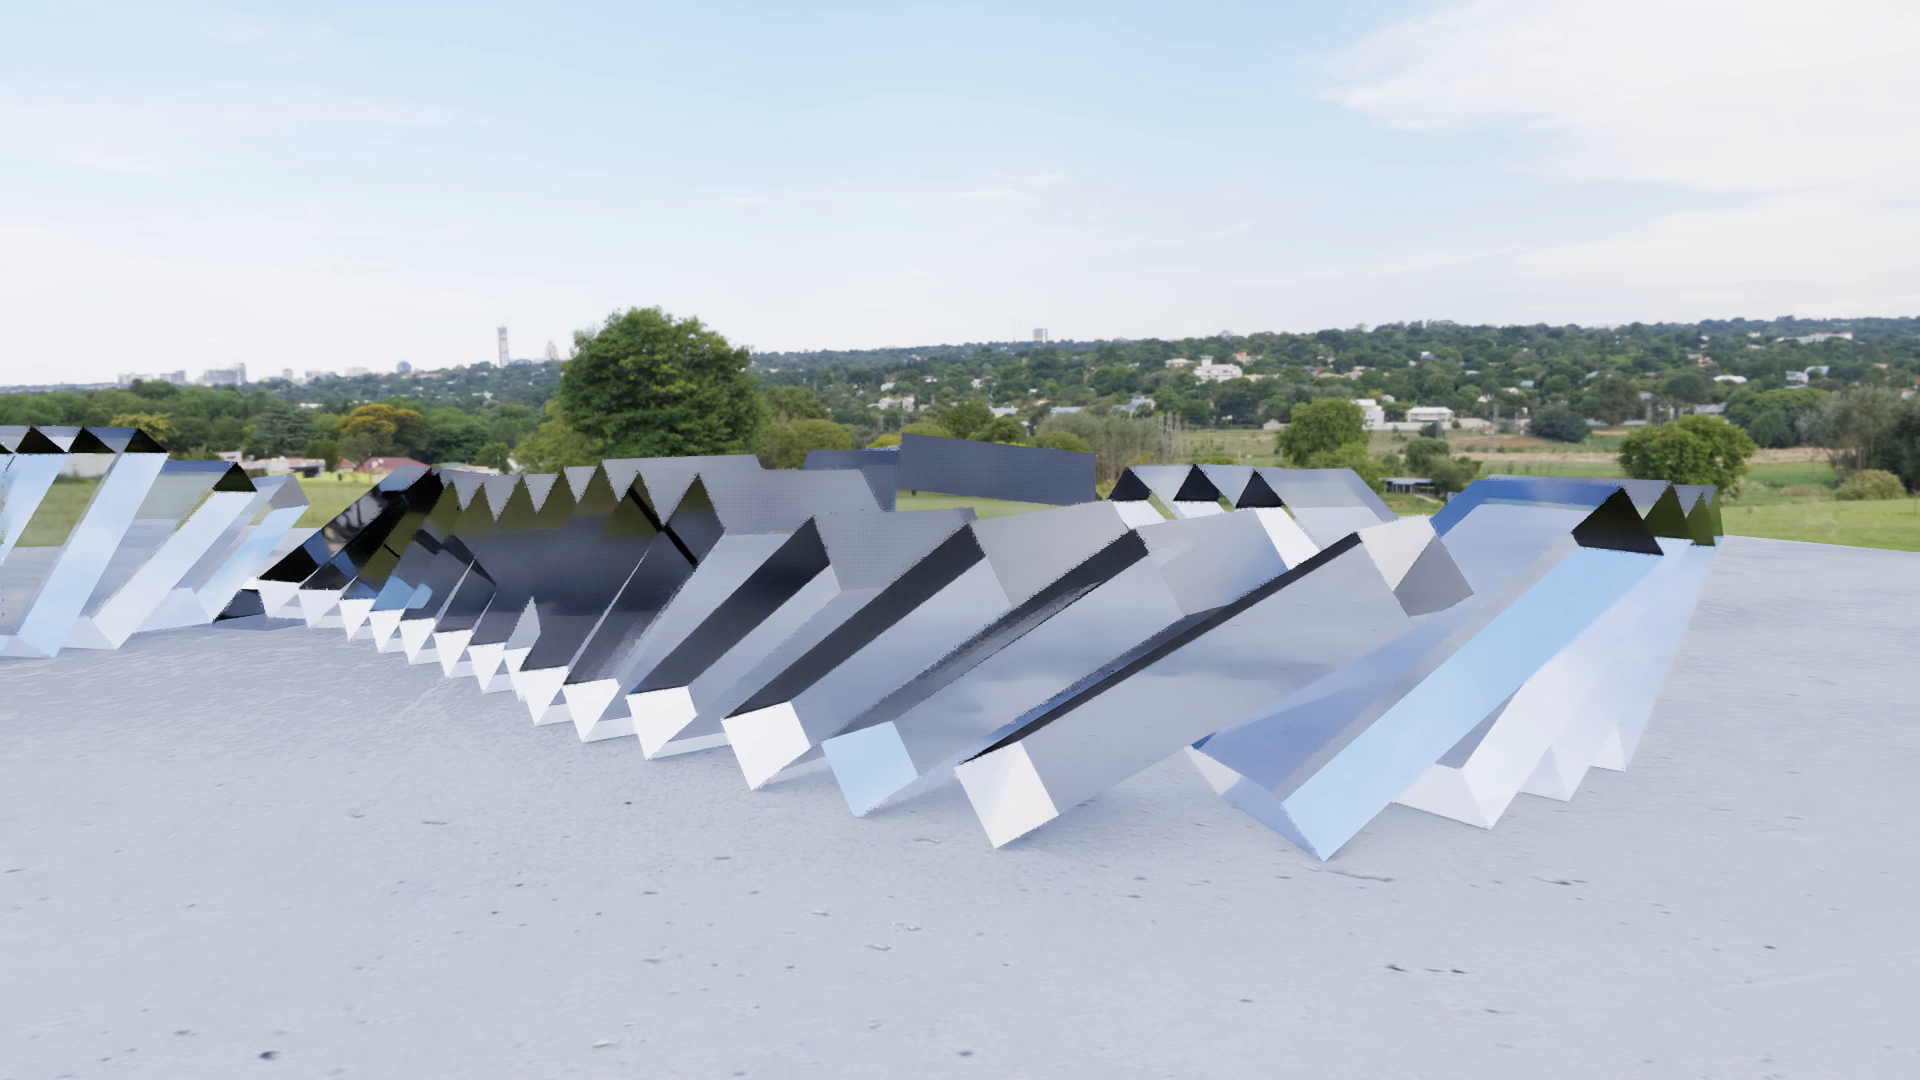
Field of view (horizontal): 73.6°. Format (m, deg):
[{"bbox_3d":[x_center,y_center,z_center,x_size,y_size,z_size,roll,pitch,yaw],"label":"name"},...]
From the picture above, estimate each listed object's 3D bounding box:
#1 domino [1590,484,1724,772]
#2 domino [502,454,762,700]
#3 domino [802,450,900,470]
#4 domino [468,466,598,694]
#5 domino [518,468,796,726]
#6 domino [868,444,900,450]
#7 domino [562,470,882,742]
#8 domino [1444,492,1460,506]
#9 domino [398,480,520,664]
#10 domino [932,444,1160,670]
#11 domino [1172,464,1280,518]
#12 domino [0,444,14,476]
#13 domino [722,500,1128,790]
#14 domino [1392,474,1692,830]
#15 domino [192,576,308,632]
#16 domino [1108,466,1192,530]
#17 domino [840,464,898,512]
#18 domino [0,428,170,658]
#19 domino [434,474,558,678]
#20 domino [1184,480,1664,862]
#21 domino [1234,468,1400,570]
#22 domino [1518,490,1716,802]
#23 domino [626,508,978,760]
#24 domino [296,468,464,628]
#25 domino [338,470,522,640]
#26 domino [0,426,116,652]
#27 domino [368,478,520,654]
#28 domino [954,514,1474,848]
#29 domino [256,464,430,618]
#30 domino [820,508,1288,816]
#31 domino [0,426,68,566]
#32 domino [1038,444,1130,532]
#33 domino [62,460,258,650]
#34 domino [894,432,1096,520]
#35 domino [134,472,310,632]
[{"bbox_3d":[0.090,0.010,0.187,0.025,0.010,0.050,5,41,44],"label":"domino"},{"bbox_3d":[-0.051,0.006,0.200,0.025,0.010,0.050,-6,-32,-41],"label":"domino"},{"bbox_3d":[-0.008,0.005,0.219,0.025,0.010,0.050,2,-39,20],"label":"domino"},{"bbox_3d":[-0.061,0.007,0.214,0.025,0.010,0.050,-4,-33,-43],"label":"domino"},{"bbox_3d":[-0.044,0.009,0.189,0.025,0.010,0.050,-4,-33,-43],"label":"domino"},{"bbox_3d":[-0.003,0.003,0.240,0.050,0.010,0.025,45,-23,-25],"label":"domino"},{"bbox_3d":[-0.034,0.010,0.178,0.025,0.010,0.050,-4,-33,-43],"label":"domino"},{"bbox_3d":[0.094,0.010,0.214,0.025,0.010,0.050,7,33,15],"label":"domino"},{"bbox_3d":[-0.085,0.006,0.241,0.025,0.010,0.050,-4,-28,-43],"label":"domino"},{"bbox_3d":[0.016,0.002,0.251,0.009,0.050,0.025,-44,6,0],"label":"domino"},{"bbox_3d":[0.066,0.005,0.248,0.025,0.010,0.050,-1,41,-36],"label":"domino"},{"bbox_3d":[-0.198,0.002,0.233,0.025,0.050,0.010,1,-32,14],"label":"domino"},{"bbox_3d":[-0.004,0.013,0.153,0.025,0.010,0.050,-10,-22,-48],"label":"domino"},{"bbox_3d":[0.066,0.011,0.160,0.050,0.010,0.025,-44,26,-23],"label":"domino"},{"bbox_3d":[-0.162,0.014,0.319,0.025,0.010,0.050,1,5,18],"label":"domino"},{"bbox_3d":[0.055,0.004,0.259,0.025,0.009,0.050,-3,42,-42],"label":"domino"},{"bbox_3d":[-0.003,0.008,0.201,0.025,0.010,0.050,1,-36,7],"label":"domino"},{"bbox_3d":[-0.189,0.000,0.267,0.025,0.050,0.009,1,-32,14],"label":"domino"},{"bbox_3d":[-0.072,0.007,0.227,0.025,0.010,0.050,-4,-31,-43],"label":"domino"},{"bbox_3d":[0.051,0.013,0.145,0.050,0.010,0.025,-39,12,-8],"label":"domino"},{"bbox_3d":[0.074,0.006,0.232,0.025,0.009,0.050,-2,42,-30],"label":"domino"},{"bbox_3d":[0.078,0.012,0.172,0.025,0.010,0.050,5,41,50],"label":"domino"},{"bbox_3d":[-0.020,0.013,0.167,0.025,0.010,0.050,-4,-26,-44],"label":"domino"},{"bbox_3d":[-0.118,0.003,0.280,0.050,0.010,0.025,-34,-18,24],"label":"domino"},{"bbox_3d":[-0.106,0.004,0.267,0.050,0.010,0.025,-39,-24,34],"label":"domino"},{"bbox_3d":[-0.194,0.000,0.256,0.025,0.050,0.010,1,-32,14],"label":"domino"},{"bbox_3d":[-0.096,0.005,0.254,0.025,0.010,0.050,-3,-29,-45],"label":"domino"},{"bbox_3d":[0.026,0.015,0.134,0.050,0.010,0.025,-36,-15,30],"label":"domino"},{"bbox_3d":[-0.131,0.002,0.290,0.050,0.009,0.025,-32,-18,19],"label":"domino"},{"bbox_3d":[0.010,0.014,0.143,0.050,0.010,0.025,-37,-18,35],"label":"domino"},{"bbox_3d":[-0.196,0.001,0.244,0.025,0.050,0.010,1,-32,14],"label":"domino"},{"bbox_3d":[0.031,0.002,0.257,0.010,0.050,0.025,-45,-3,8],"label":"domino"},{"bbox_3d":[-0.182,0.002,0.283,0.025,0.010,0.050,1,43,14],"label":"domino"},{"bbox_3d":[0.003,0.007,0.181,0.025,0.009,0.050,6,-40,-1],"label":"domino"},{"bbox_3d":[-0.178,0.002,0.302,0.025,0.010,0.050,-7,32,5],"label":"domino"}]
